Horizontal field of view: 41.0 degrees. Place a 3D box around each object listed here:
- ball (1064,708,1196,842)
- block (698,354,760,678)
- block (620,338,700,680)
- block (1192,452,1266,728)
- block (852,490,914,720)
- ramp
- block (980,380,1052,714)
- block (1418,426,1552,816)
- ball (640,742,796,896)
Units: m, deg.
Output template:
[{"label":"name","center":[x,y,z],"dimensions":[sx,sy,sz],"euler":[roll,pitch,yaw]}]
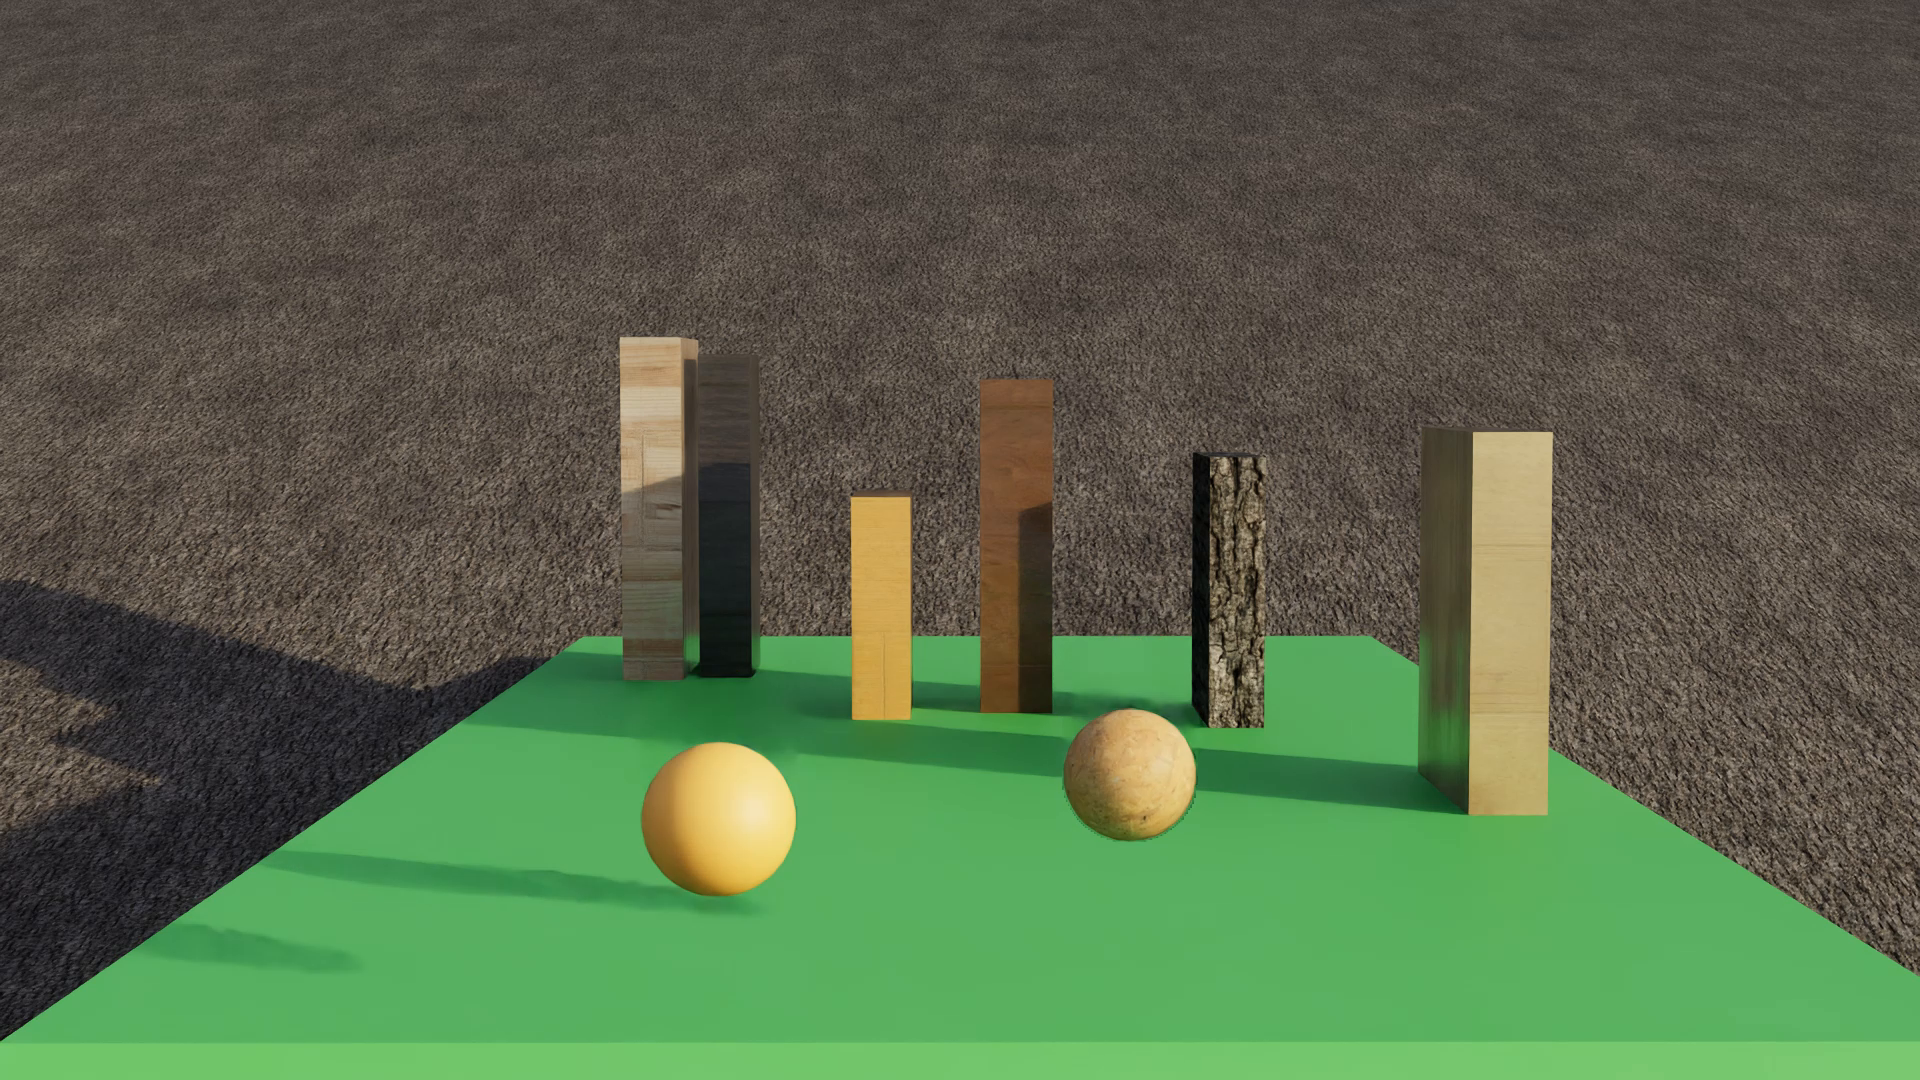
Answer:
[{"label":"ball","center":[0.190,0.263,2.879],"dimensions":[0.149,0.149,0.149],"euler":[0,20,0]},{"label":"block","center":[-0.514,-0.059,5.728],"dimensions":[0.114,0.707,0.258],"euler":[0,4,0]},{"label":"block","center":[-0.667,-0.078,5.743],"dimensions":[0.130,0.743,0.382],"euler":[0,4,0]},{"label":"block","center":[0.518,0.088,4.970],"dimensions":[0.104,0.507,0.347],"euler":[0,4,0]},{"label":"block","center":[-0.152,0.122,5.076],"dimensions":[0.113,0.428,0.312],"euler":[0,4,0]},{"label":"ramp","center":[0.047,0.420,4.534],"dimensions":[2.000,0.100,4.000],"euler":[0,4,0]},{"label":"block","center":[0.110,0.006,5.130],"dimensions":[0.140,0.652,0.246],"euler":[0,4,0]},{"label":"block","center":[0.821,0.113,4.044],"dimensions":[0.118,0.574,0.424],"euler":[0,4,0]},{"label":"ball","center":[-0.242,0.280,2.577],"dimensions":[0.155,0.155,0.155],"euler":[0,20,0]}]
